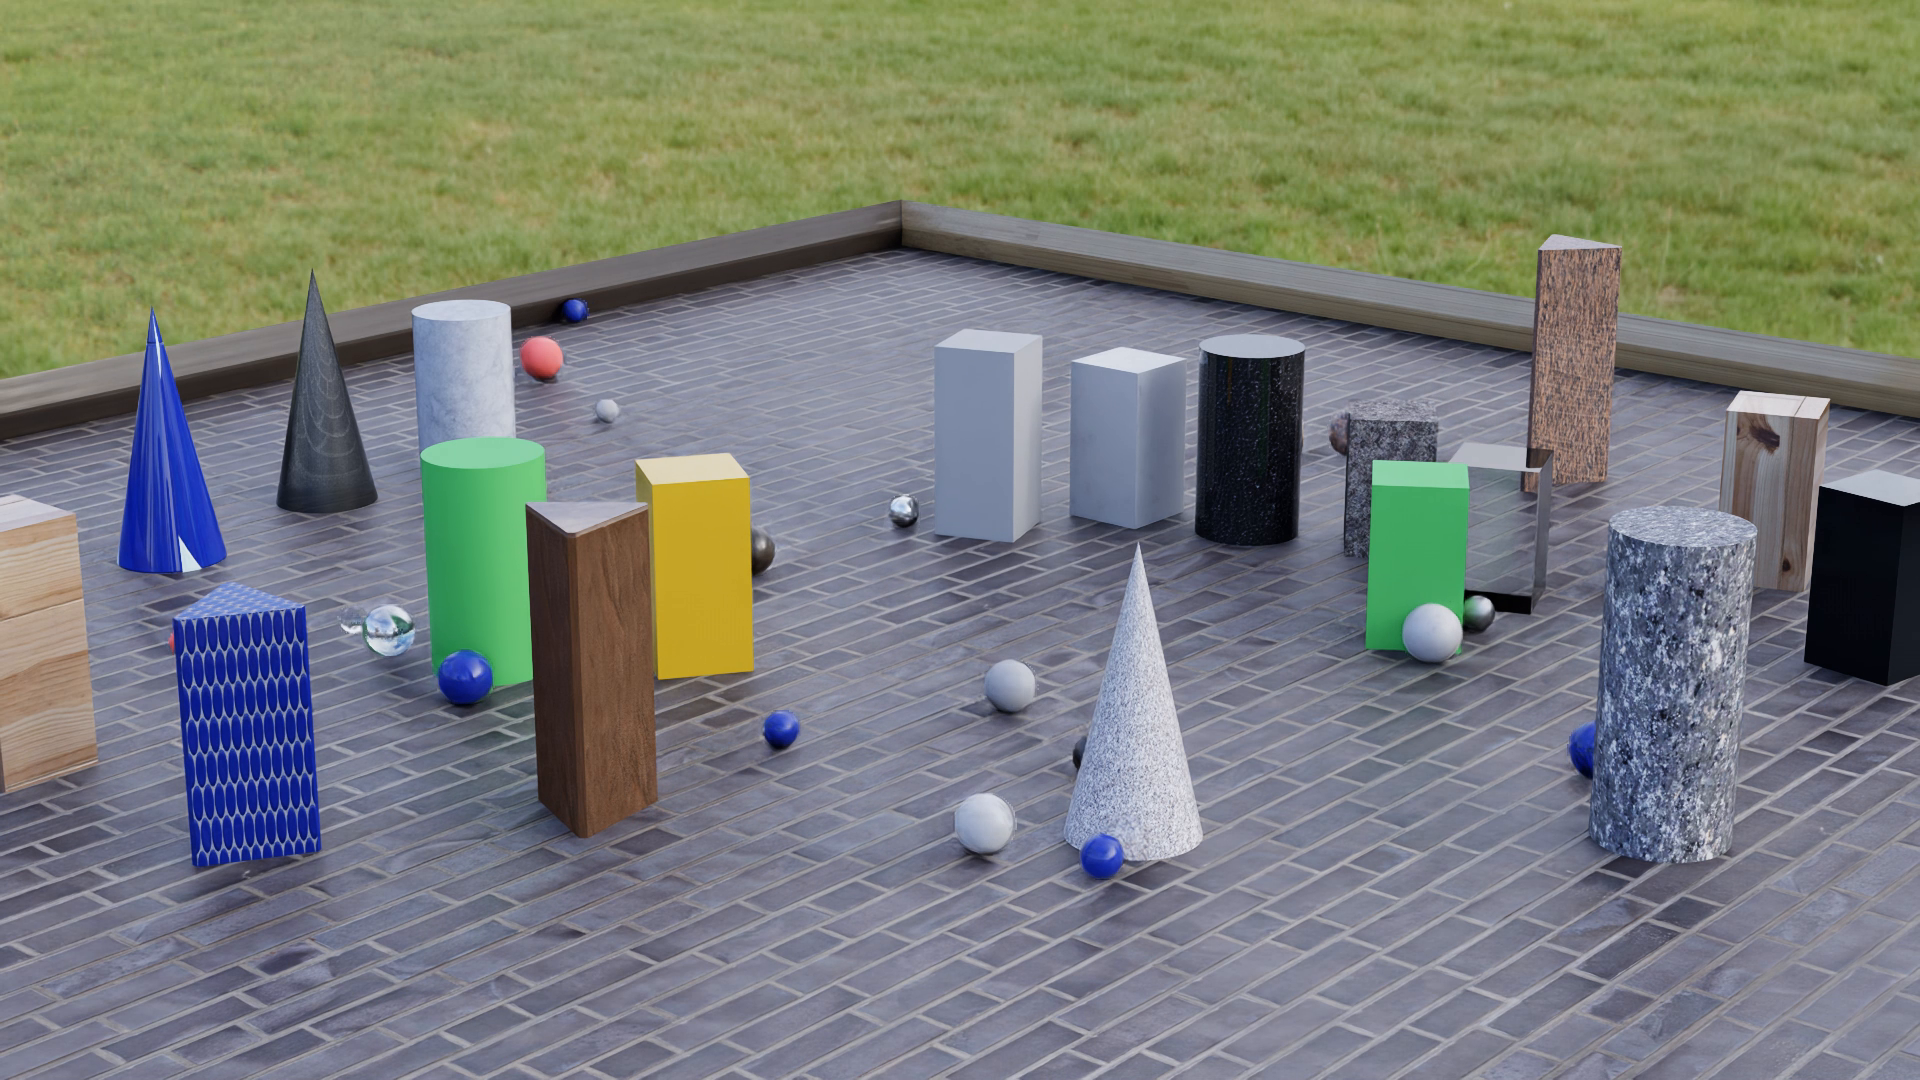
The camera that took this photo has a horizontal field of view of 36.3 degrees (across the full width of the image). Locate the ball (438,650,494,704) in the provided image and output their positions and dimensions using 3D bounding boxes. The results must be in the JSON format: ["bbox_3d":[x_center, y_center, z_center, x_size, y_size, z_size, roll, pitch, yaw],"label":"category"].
[{"bbox_3d":[-0.773,0.214,4.589,0.086,0.086,0.086,0,17,0],"label":"ball"}]

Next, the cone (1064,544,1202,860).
[{"bbox_3d":[0.242,0.205,4.030,0.195,0.426,0.195,0,17,0],"label":"cone"}]

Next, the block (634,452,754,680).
[{"bbox_3d":[-0.431,0.041,4.751,0.156,0.325,0.156,-5,17,-15],"label":"block"}]

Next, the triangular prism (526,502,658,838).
[{"bbox_3d":[-0.542,0.171,4.115,0.146,0.443,0.169,10,19,30],"label":"triangular prism"}]

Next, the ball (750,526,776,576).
[{"bbox_3d":[-0.374,0.019,5.233,0.088,0.088,0.088,0,17,0],"label":"ball"}]

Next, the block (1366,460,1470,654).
[{"bbox_3d":[0.759,0.026,4.874,0.156,0.282,0.156,2,17,8],"label":"block"}]

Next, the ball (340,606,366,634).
[{"bbox_3d":[-1.019,0.134,4.926,0.046,0.046,0.046,0,17,0],"label":"ball"}]

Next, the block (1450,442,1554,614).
[{"bbox_3d":[0.931,-0.022,5.083,0.156,0.253,0.156,6,18,19],"label":"block"}]

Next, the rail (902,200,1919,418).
[{"bbox_3d":[1.485,-0.462,6.758,4.407,0.127,0.045,14,22,39],"label":"rail"}]

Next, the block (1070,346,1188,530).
[{"bbox_3d":[0.319,-0.196,5.577,0.156,0.301,0.156,14,21,38],"label":"block"}]

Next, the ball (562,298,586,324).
[{"bbox_3d":[-0.950,-0.563,7.212,0.060,0.060,0.060,0,17,0],"label":"ball"}]

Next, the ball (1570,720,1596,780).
[{"bbox_3d":[0.935,0.307,4.276,0.090,0.090,0.090,0,17,0],"label":"ball"}]

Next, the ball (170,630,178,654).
[{"bbox_3d":[-1.276,0.167,4.815,0.045,0.045,0.045,0,17,0],"label":"ball"}]

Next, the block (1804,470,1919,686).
[{"bbox_3d":[1.488,0.059,4.736,0.156,0.299,0.156,-13,21,-38],"label":"block"}]

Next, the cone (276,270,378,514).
[{"bbox_3d":[-1.233,-0.300,5.645,0.195,0.461,0.195,0,17,0],"label":"cone"}]

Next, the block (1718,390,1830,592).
[{"bbox_3d":[1.438,-0.088,5.197,0.156,0.314,0.156,7,18,22],"label":"block"}]

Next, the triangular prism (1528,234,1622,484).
[{"bbox_3d":[1.194,-0.361,5.828,0.169,0.472,0.146,-3,17,-9],"label":"triangular prism"}]

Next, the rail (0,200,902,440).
[{"bbox_3d":[-1.646,-0.381,6.488,0.045,0.127,4.579,14,22,39],"label":"rail"}]

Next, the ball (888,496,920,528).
[{"bbox_3d":[-0.106,-0.054,5.524,0.059,0.059,0.059,0,17,0],"label":"ball"}]

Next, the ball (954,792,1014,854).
[{"bbox_3d":[0.033,0.388,4.018,0.083,0.083,0.083,0,17,0],"label":"ball"}]

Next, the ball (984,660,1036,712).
[{"bbox_3d":[0.078,0.226,4.557,0.081,0.081,0.081,0,17,0],"label":"ball"}]

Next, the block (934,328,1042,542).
[{"bbox_3d":[0.053,-0.196,5.476,0.156,0.360,0.156,6,18,20],"label":"block"}]

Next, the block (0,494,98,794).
[{"bbox_3d":[-1.388,0.149,4.284,0.156,0.386,0.156,14,21,38],"label":"block"}]

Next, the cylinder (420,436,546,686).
[{"bbox_3d":[-0.759,0.033,4.716,0.195,0.360,0.195,0,17,0],"label":"cylinder"}]

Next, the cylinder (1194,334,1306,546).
[{"bbox_3d":[0.538,-0.187,5.454,0.195,0.355,0.195,0,17,0],"label":"cylinder"}]

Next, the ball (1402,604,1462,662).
[{"bbox_3d":[0.769,0.152,4.777,0.098,0.098,0.098,0,17,0],"label":"ball"}]

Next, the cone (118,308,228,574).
[{"bbox_3d":[-1.435,-0.193,5.274,0.195,0.471,0.195,0,17,0],"label":"cone"}]

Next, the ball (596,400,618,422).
[{"bbox_3d":[-0.756,-0.277,6.283,0.049,0.049,0.049,0,17,0],"label":"ball"}]

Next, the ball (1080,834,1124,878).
[{"bbox_3d":[0.191,0.424,3.940,0.059,0.059,0.059,0,17,0],"label":"ball"}]

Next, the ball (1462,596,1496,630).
[{"bbox_3d":[0.872,0.123,4.941,0.058,0.058,0.058,0,17,0],"label":"ball"}]

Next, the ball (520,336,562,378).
[{"bbox_3d":[-0.949,-0.414,6.655,0.095,0.095,0.095,0,17,0],"label":"ball"}]

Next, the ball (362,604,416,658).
[{"bbox_3d":[-0.936,0.149,4.806,0.086,0.086,0.086,0,17,0],"label":"ball"}]

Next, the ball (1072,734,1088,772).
[{"bbox_3d":[0.200,0.316,4.280,0.070,0.070,0.070,0,17,0],"label":"ball"}]

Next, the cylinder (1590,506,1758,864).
[{"bbox_3d":[0.975,0.196,4.019,0.195,0.450,0.195,0,17,0],"label":"cylinder"}]

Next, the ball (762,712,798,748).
[{"bbox_3d":[-0.270,0.285,4.410,0.054,0.054,0.054,0,17,0],"label":"ball"}]

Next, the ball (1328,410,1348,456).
[{"bbox_3d":[0.802,-0.218,6.007,0.095,0.095,0.095,0,17,0],"label":"ball"}]

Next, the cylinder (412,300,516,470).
[{"bbox_3d":[-0.994,-0.303,5.892,0.195,0.325,0.195,0,17,0],"label":"cylinder"}]

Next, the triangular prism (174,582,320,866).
[{"bbox_3d":[-0.983,0.246,4.023,0.169,0.352,0.146,-6,18,-18],"label":"triangular prism"}]

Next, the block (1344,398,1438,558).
[{"bbox_3d":[0.788,-0.113,5.375,0.156,0.258,0.156,2,17,6],"label":"block"}]
